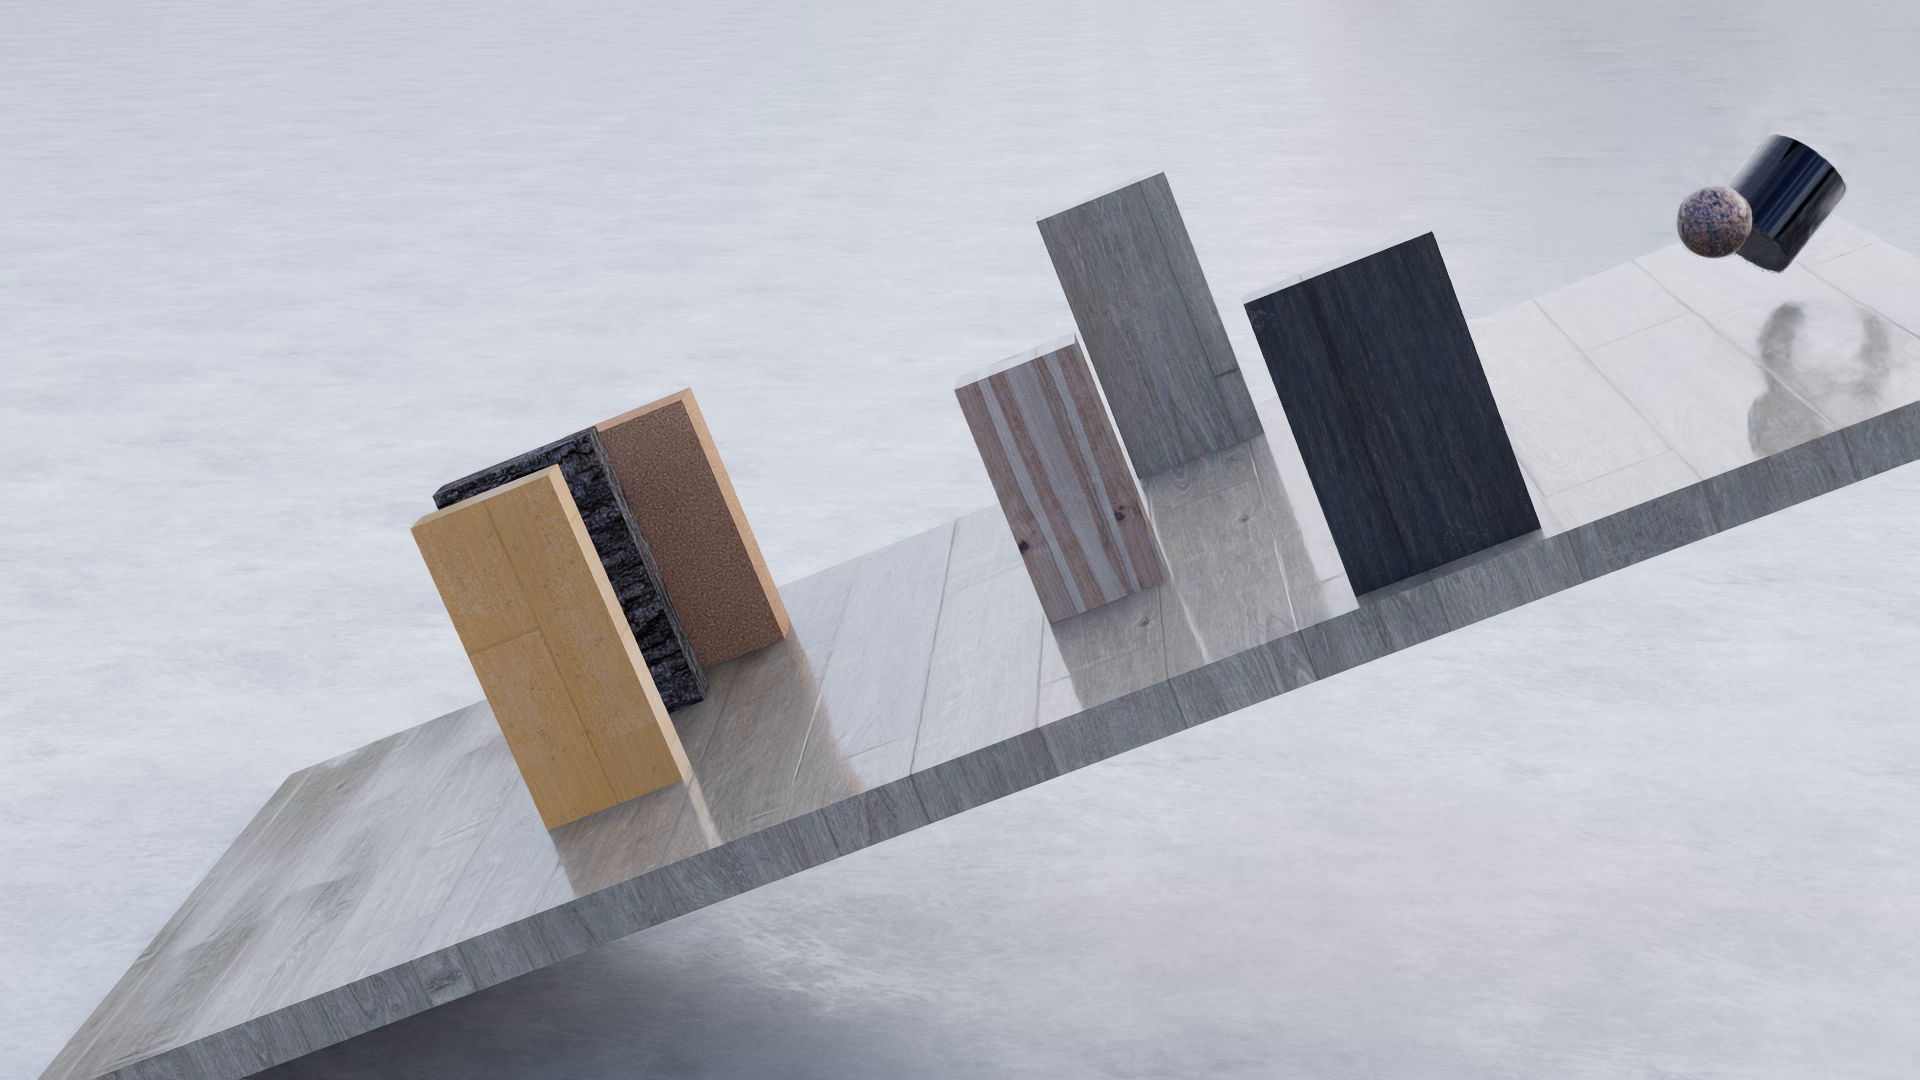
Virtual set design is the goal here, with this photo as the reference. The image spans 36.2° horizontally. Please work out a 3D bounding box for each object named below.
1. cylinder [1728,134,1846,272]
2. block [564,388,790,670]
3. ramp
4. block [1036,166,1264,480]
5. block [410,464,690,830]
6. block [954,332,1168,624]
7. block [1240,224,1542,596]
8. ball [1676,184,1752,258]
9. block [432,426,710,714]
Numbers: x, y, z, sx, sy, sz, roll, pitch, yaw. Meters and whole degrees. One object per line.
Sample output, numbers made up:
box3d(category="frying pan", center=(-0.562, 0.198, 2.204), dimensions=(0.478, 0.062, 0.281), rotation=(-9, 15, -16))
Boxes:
box3d(category="cylinder", center=(1.722, -0.710, 6.207), dimensions=(0.204, 0.204, 0.204), rotation=(39, -7, 5))
box3d(category="block", center=(-0.661, -0.007, 6.796), dimensions=(0.319, 0.602, 0.149), rotation=(-21, 12, 7))
box3d(category="ramp", center=(0.124, 0.173, 6.291), dimensions=(4.000, 0.100, 2.000), rotation=(-21, 12, 7))
box3d(category="block", center=(0.444, -0.505, 6.860), dimensions=(0.314, 0.652, 0.114), rotation=(-21, 12, 7))
box3d(category="block", center=(-0.821, 0.218, 5.925), dimensions=(0.301, 0.676, 0.105), rotation=(-21, 12, 7))
box3d(category="block", center=(0.206, -0.125, 5.950), dimensions=(0.257, 0.519, 0.134), rotation=(-21, 12, 7))
box3d(category="block", center=(0.770, -0.228, 5.255), dimensions=(0.352, 0.573, 0.086), rotation=(-21, 12, 7))
box3d(category="ball", center=(1.538, -0.650, 5.994), dimensions=(0.152, 0.152, 0.152), rotation=(0, 14, 0))
box3d(category="block", center=(-0.857, 0.117, 6.509), dimensions=(0.372, 0.643, 0.108), rotation=(-21, 12, 7))
